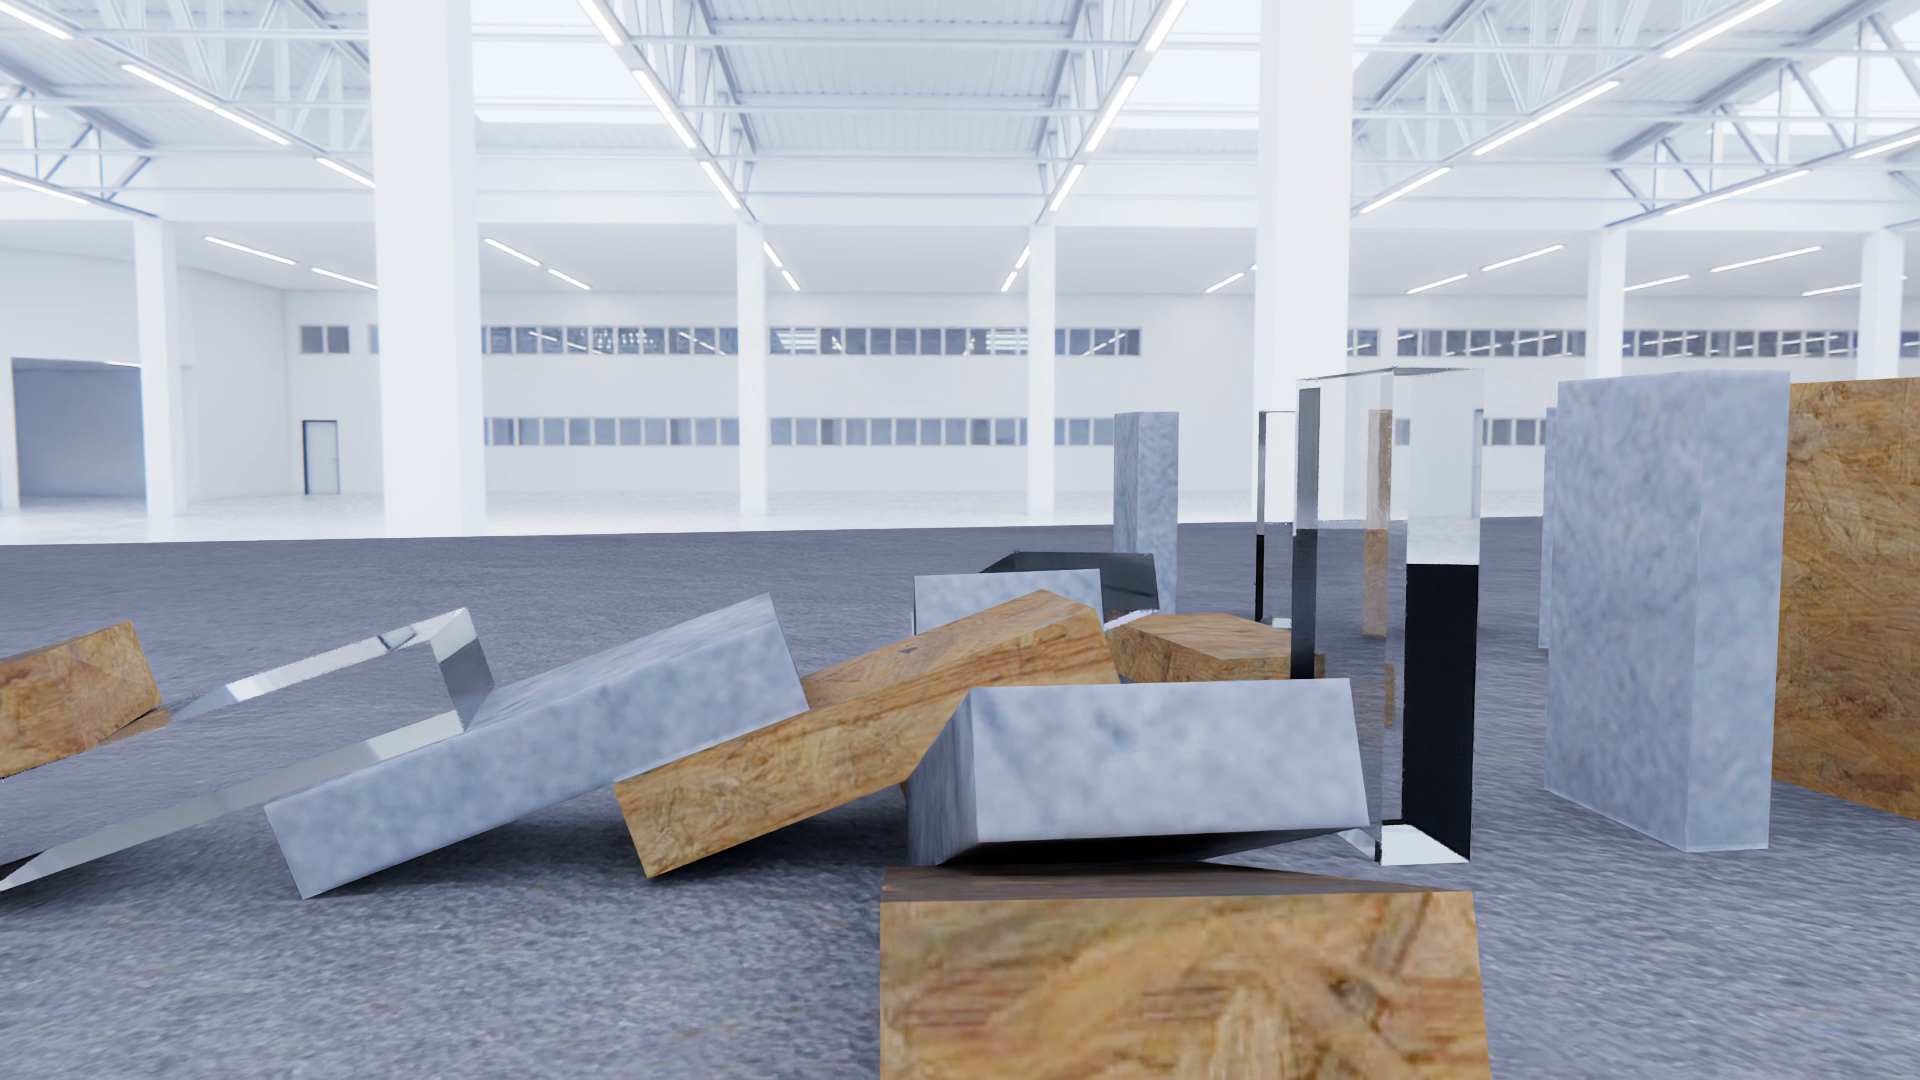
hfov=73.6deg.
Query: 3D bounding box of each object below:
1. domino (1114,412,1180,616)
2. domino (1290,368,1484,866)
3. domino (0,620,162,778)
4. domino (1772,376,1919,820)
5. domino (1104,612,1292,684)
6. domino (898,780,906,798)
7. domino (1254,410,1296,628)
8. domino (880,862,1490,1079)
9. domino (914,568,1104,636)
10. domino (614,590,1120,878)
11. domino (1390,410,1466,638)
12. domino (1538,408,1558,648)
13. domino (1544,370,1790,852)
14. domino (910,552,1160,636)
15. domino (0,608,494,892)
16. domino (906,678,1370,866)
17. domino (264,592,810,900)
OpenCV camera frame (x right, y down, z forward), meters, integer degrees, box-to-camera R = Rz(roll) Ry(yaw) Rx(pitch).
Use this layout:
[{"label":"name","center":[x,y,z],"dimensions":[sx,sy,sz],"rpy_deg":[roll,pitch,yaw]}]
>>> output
[{"label":"domino","center":[0.045,-0.006,0.313],"dimensions":[0.010,0.050,0.025],"rpy_deg":[0,4,-6]},{"label":"domino","center":[0.046,0.007,0.141],"dimensions":[0.010,0.050,0.025],"rpy_deg":[-1,4,-7]},{"label":"domino","center":[-0.107,0.022,0.121],"dimensions":[0.050,0.010,0.025],"rpy_deg":[-19,9,-16]},{"label":"domino","center":[0.111,0.006,0.151],"dimensions":[0.009,0.050,0.025],"rpy_deg":[-1,4,-14]},{"label":"domino","center":[0.046,0.021,0.224],"dimensions":[0.025,0.009,0.050],"rpy_deg":[-1,4,-15]},{"label":"domino","center":[0.004,0.025,0.166],"dimensions":[0.025,0.010,0.050],"rpy_deg":[-1,4,-9]},{"label":"domino","center":[0.077,-0.006,0.308],"dimensions":[0.010,0.050,0.025],"rpy_deg":[2,5,19]},{"label":"domino","center":[0.008,0.025,0.077],"dimensions":[0.025,0.009,0.050],"rpy_deg":[0,-13,-3]},{"label":"domino","center":[0.006,0.015,0.196],"dimensions":[0.025,0.010,0.050],"rpy_deg":[-2,-14,-3]},{"label":"domino","center":[-0.010,0.019,0.138],"dimensions":[0.050,0.010,0.025],"rpy_deg":[-20,5,-7]},{"label":"domino","center":[0.107,-0.004,0.293],"dimensions":[0.009,0.050,0.025],"rpy_deg":[3,5,33]},{"label":"domino","center":[0.133,-0.003,0.272],"dimensions":[0.010,0.050,0.025],"rpy_deg":[4,6,43]},{"label":"domino","center":[0.079,0.007,0.145],"dimensions":[0.010,0.050,0.025],"rpy_deg":[-1,4,-8]},{"label":"domino","center":[0.012,0.013,0.228],"dimensions":[0.025,0.010,0.050],"rpy_deg":[1,-14,-22]},{"label":"domino","center":[-0.075,0.021,0.129],"dimensions":[0.050,0.009,0.025],"rpy_deg":[-19,8,-11]},{"label":"domino","center":[0.010,0.021,0.105],"dimensions":[0.025,0.010,0.050],"rpy_deg":[-1,-17,-8]},{"label":"domino","center":[-0.042,0.020,0.135],"dimensions":[0.050,0.010,0.025],"rpy_deg":[-20,7,-8]}]
